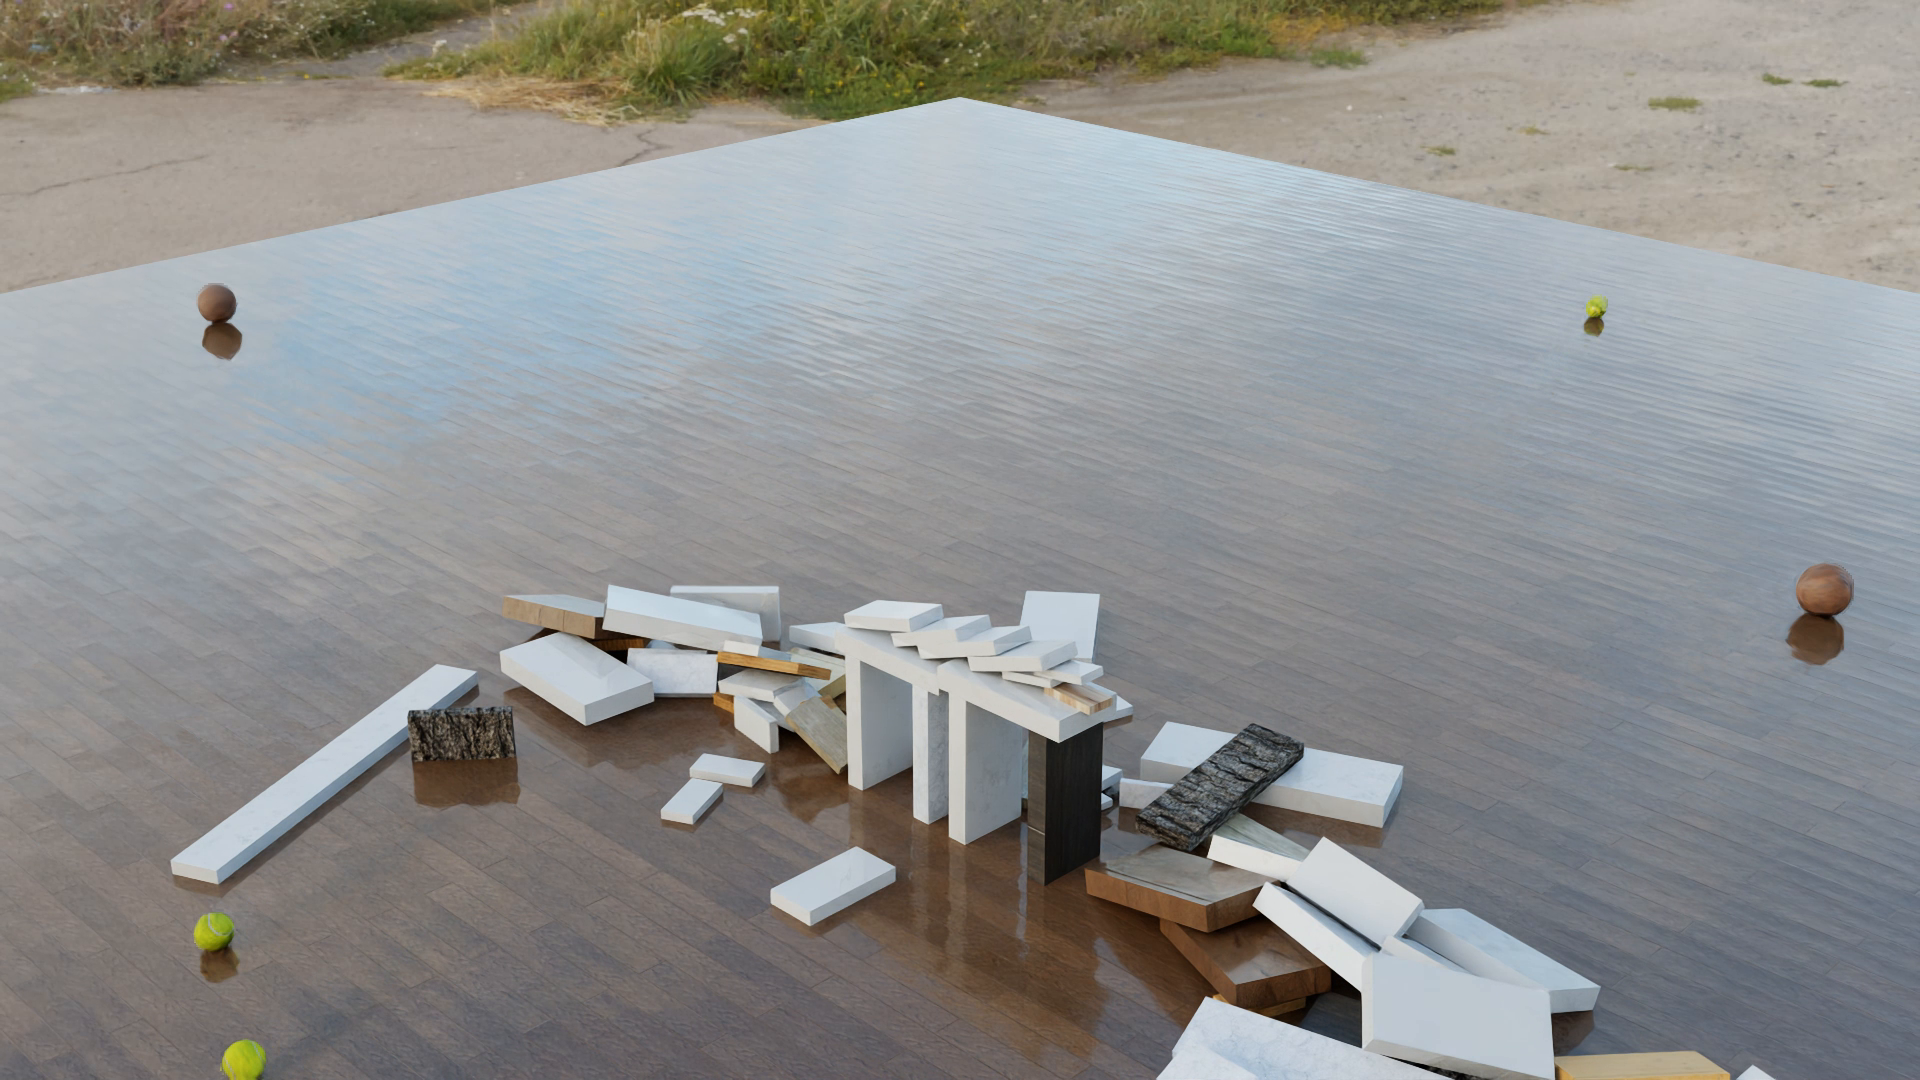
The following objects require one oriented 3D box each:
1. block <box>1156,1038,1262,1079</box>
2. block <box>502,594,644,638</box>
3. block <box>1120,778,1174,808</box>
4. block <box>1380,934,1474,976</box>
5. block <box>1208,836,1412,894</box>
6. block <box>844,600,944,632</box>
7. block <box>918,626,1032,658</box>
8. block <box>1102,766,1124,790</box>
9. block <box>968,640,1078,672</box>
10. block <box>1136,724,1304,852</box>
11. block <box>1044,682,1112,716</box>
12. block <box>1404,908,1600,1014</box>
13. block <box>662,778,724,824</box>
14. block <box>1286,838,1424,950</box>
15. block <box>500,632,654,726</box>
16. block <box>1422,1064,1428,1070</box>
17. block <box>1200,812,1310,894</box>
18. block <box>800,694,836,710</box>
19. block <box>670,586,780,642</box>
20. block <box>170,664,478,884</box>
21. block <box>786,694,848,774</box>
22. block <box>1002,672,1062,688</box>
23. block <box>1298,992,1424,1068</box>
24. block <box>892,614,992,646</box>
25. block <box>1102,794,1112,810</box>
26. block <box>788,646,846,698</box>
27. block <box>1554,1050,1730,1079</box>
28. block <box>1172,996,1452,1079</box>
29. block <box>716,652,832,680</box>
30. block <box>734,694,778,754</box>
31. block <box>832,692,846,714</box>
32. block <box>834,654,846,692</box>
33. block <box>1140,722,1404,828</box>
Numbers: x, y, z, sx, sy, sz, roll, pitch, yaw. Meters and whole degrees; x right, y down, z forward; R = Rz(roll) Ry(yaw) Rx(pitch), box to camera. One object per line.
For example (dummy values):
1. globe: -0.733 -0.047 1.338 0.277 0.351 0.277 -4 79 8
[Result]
1. block: 0.438 0.918 3.464 0.304 0.043 0.152 22 56 42
2. block: -0.891 0.177 5.143 0.361 0.050 0.176 9 6 43
3. block: 0.381 0.519 4.466 0.113 0.056 0.016 6 24 13
4. block: 0.866 0.765 3.784 0.267 0.038 0.134 27 1 35
5. block: 0.648 0.621 4.066 0.348 0.044 0.156 14 -4 30
6. block: -0.134 0.153 4.432 0.190 0.027 0.095 2 18 45
7. block: 0.028 0.199 4.281 0.099 0.028 0.224 -21 10 -40
8. block: 0.259 0.485 4.561 0.143 0.020 0.072 8 23 42
9. block: 0.119 0.221 4.186 0.099 0.028 0.199 -21 12 -41
10. block: 0.528 0.495 4.435 0.126 0.036 0.418 20 35 35
11. block: 0.222 0.290 4.118 0.061 0.017 0.121 -19 29 -38
12. block: 0.956 0.742 3.891 0.156 0.044 0.312 7 14 -41
13. block: -0.545 0.532 4.482 0.070 0.020 0.140 8 24 18
14. block: 0.703 0.631 3.912 0.220 0.031 0.110 32 74 36
15. block: -0.858 0.304 4.913 0.176 0.050 0.353 -19 29 -37
16. block: 1.037 0.950 3.486 0.100 0.028 0.985 -21 31 -40
17. block: 0.648 0.636 4.222 0.110 0.031 0.482 -18 29 -36
18. block: -0.275 0.398 4.675 0.074 0.021 0.148 -12 53 -37
19. block: -0.552 0.174 5.189 0.252 0.126 0.036 0 23 1
20. block: -1.306 0.471 4.612 0.107 0.030 0.913 8 24 19
21. block: -0.278 0.406 4.599 0.084 0.024 0.167 -33 66 -34
22. block: 0.146 0.255 4.174 0.121 0.017 0.061 8 21 43
23. block: 0.685 0.835 3.703 0.212 0.030 0.106 13 43 34
24. block: -0.037 0.179 4.342 0.095 0.027 0.190 -21 10 -41
25. block: 0.252 0.521 4.472 0.056 0.016 0.113 -17 28 -34
26. block: -0.340 0.303 4.906 0.126 0.036 0.252 -32 25 -31
27. block: 1.095 0.867 3.555 0.253 0.036 0.126 -1 4 -6
28. block: 0.602 0.875 3.564 0.505 0.038 0.134 14 39 27
29. block: -0.410 0.275 4.812 0.084 0.024 0.344 15 -7 -35
30. block: -0.439 0.396 4.733 0.021 0.074 0.148 -16 28 -33
31. block: -0.230 0.370 4.811 0.140 0.020 0.070 16 28 33
32. block: -0.113 0.311 4.964 0.355 0.050 0.178 1 23 2
33. block: 0.645 0.483 4.559 0.510 0.050 0.178 9 25 21
